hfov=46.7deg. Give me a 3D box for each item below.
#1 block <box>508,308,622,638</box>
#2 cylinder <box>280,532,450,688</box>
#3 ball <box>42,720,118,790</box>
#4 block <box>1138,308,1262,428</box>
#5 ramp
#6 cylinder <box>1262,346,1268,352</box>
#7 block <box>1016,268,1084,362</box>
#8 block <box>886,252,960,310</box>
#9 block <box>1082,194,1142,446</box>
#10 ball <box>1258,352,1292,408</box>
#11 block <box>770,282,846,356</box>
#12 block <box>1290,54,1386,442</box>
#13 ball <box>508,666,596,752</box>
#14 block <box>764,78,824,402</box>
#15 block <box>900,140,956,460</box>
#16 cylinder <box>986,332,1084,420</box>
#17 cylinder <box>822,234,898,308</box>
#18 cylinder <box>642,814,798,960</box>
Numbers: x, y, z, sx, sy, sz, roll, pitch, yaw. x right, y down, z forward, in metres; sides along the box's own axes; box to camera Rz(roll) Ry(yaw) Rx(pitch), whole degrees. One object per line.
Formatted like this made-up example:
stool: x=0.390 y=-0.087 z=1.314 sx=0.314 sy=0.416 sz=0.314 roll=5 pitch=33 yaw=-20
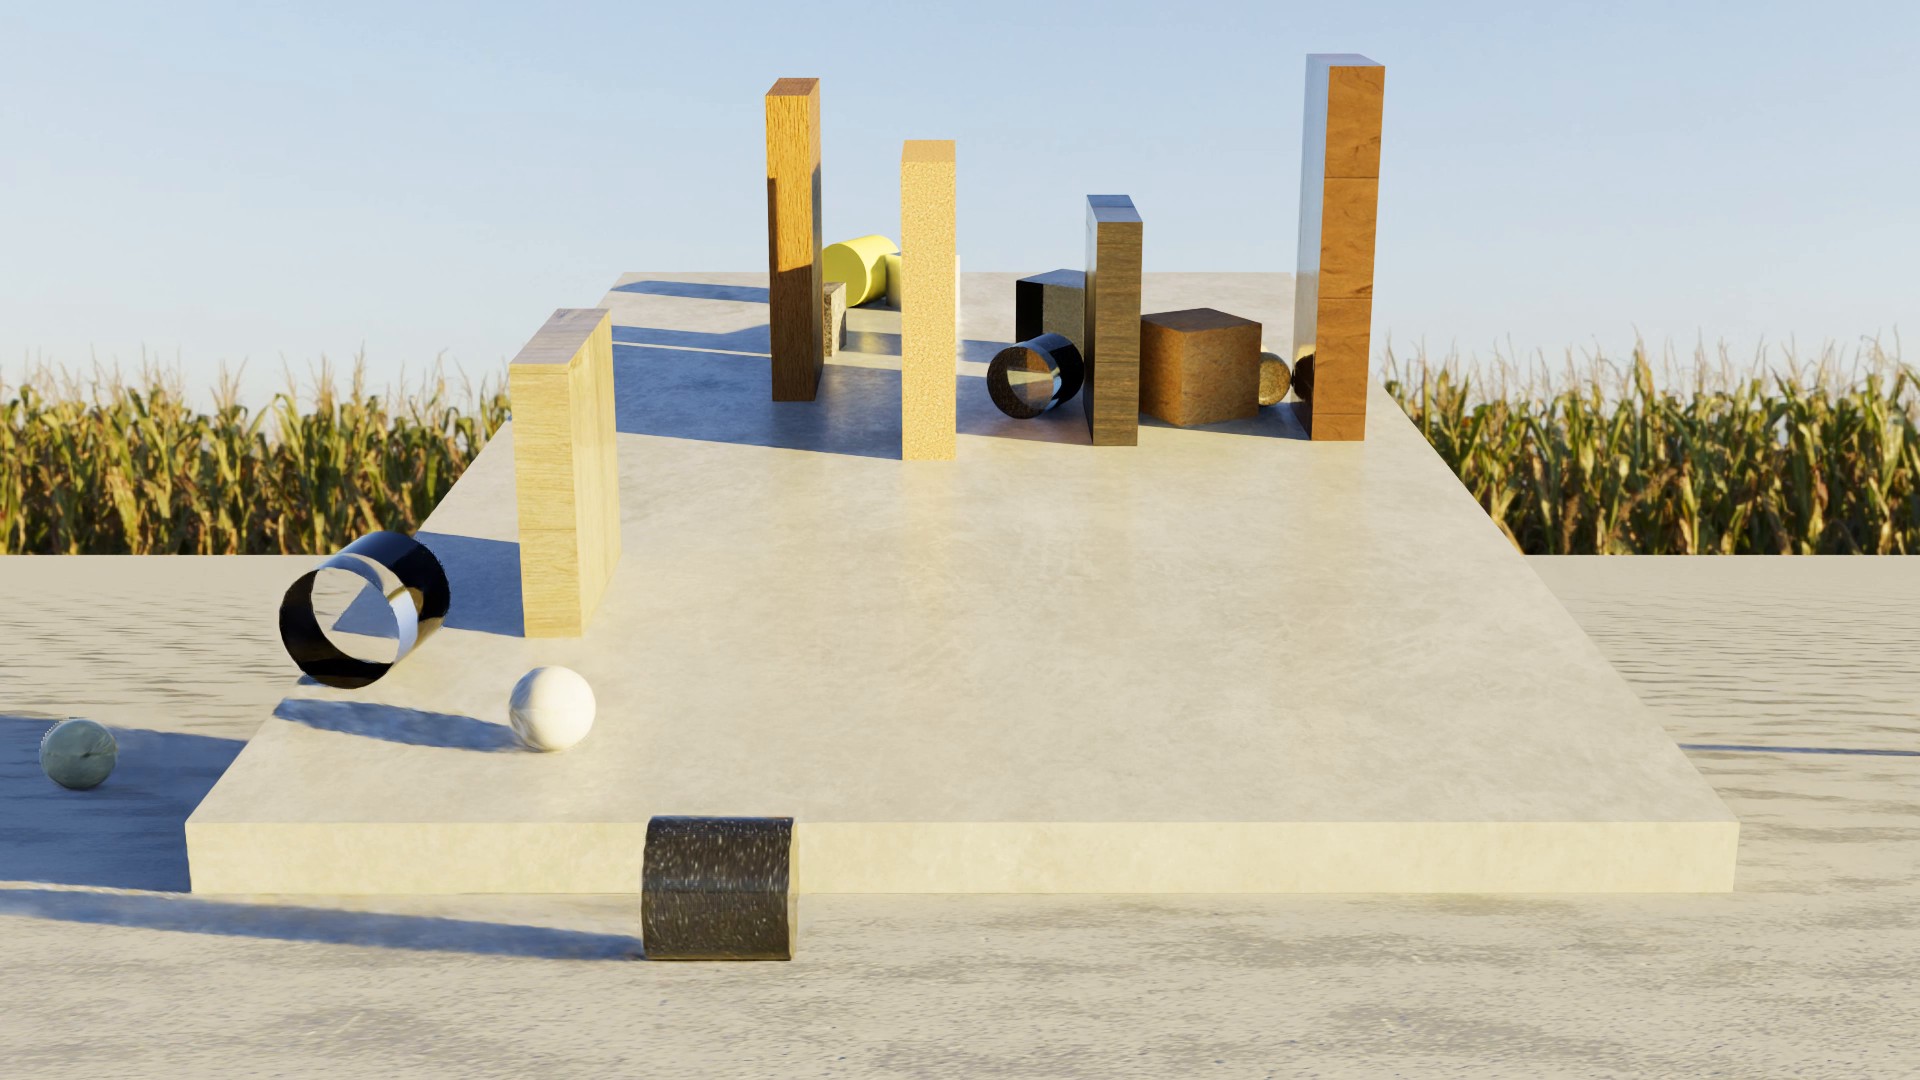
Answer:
block: x=-0.647 y=-0.121 z=3.678 sx=0.090 sy=0.445 sz=0.442 roll=0 pitch=17 yaw=0
cylinder: x=-0.902 y=0.104 z=3.376 sx=0.190 sy=0.190 sz=0.190 roll=0 pitch=17 yaw=10
ball: x=-1.635 y=0.398 z=4.127 sx=0.131 sy=0.131 sz=0.131 roll=0 pitch=0 yaw=0
block: x=0.522 y=-0.388 z=4.959 sx=0.210 sy=0.210 sz=0.210 roll=-9 pitch=19 yaw=-28
ramp: x=-0.003 y=-0.173 z=4.783 sx=2.000 sy=0.100 sz=4.000 roll=0 pitch=17 yaw=0
cylinder: x=0.641 y=-0.393 z=5.133 sx=0.117 sy=0.117 sz=0.117 roll=-11 pitch=6 yaw=-32
block: x=0.277 y=-0.547 z=5.492 sx=0.201 sy=0.201 sz=0.201 roll=12 pitch=21 yaw=35
block: x=-0.104 y=-0.718 z=6.144 sx=0.146 sy=0.146 sz=0.146 roll=-14 pitch=22 yaw=-39
block: x=0.327 y=-0.482 z=4.812 sx=0.093 sy=0.475 sz=0.393 roll=0 pitch=17 yaw=0
ball: x=0.685 y=-0.363 z=5.021 sx=0.126 sy=0.126 sz=0.126 roll=0 pitch=0 yaw=0
block: x=-0.382 y=-0.559 z=5.601 sx=0.159 sy=0.159 sz=0.159 roll=3 pitch=17 yaw=10
block: x=0.806 y=-0.632 z=4.772 sx=0.113 sy=0.785 sz=0.310 roll=0 pitch=17 yaw=0
ball: x=-0.565 y=0.233 z=3.076 sx=0.119 sy=0.119 sz=0.119 roll=0 pitch=0 yaw=0
block: x=-0.381 y=-0.708 z=5.182 sx=0.096 sy=0.689 sz=0.423 roll=0 pitch=17 yaw=0
block: x=-0.064 y=-0.511 z=4.671 sx=0.109 sy=0.611 sz=0.372 roll=0 pitch=17 yaw=0
cylinder: x=0.169 y=-0.367 z=4.966 sx=0.164 sy=0.164 sz=0.164 roll=0 pitch=15 yaw=28
cylinder: x=-0.281 y=-0.750 z=6.193 sx=0.178 sy=0.178 sz=0.178 roll=0 pitch=14 yaw=34
cylinder: x=-0.259 y=0.379 z=2.422 sx=0.155 sy=0.155 sz=0.155 roll=1 pitch=0 yaw=0
